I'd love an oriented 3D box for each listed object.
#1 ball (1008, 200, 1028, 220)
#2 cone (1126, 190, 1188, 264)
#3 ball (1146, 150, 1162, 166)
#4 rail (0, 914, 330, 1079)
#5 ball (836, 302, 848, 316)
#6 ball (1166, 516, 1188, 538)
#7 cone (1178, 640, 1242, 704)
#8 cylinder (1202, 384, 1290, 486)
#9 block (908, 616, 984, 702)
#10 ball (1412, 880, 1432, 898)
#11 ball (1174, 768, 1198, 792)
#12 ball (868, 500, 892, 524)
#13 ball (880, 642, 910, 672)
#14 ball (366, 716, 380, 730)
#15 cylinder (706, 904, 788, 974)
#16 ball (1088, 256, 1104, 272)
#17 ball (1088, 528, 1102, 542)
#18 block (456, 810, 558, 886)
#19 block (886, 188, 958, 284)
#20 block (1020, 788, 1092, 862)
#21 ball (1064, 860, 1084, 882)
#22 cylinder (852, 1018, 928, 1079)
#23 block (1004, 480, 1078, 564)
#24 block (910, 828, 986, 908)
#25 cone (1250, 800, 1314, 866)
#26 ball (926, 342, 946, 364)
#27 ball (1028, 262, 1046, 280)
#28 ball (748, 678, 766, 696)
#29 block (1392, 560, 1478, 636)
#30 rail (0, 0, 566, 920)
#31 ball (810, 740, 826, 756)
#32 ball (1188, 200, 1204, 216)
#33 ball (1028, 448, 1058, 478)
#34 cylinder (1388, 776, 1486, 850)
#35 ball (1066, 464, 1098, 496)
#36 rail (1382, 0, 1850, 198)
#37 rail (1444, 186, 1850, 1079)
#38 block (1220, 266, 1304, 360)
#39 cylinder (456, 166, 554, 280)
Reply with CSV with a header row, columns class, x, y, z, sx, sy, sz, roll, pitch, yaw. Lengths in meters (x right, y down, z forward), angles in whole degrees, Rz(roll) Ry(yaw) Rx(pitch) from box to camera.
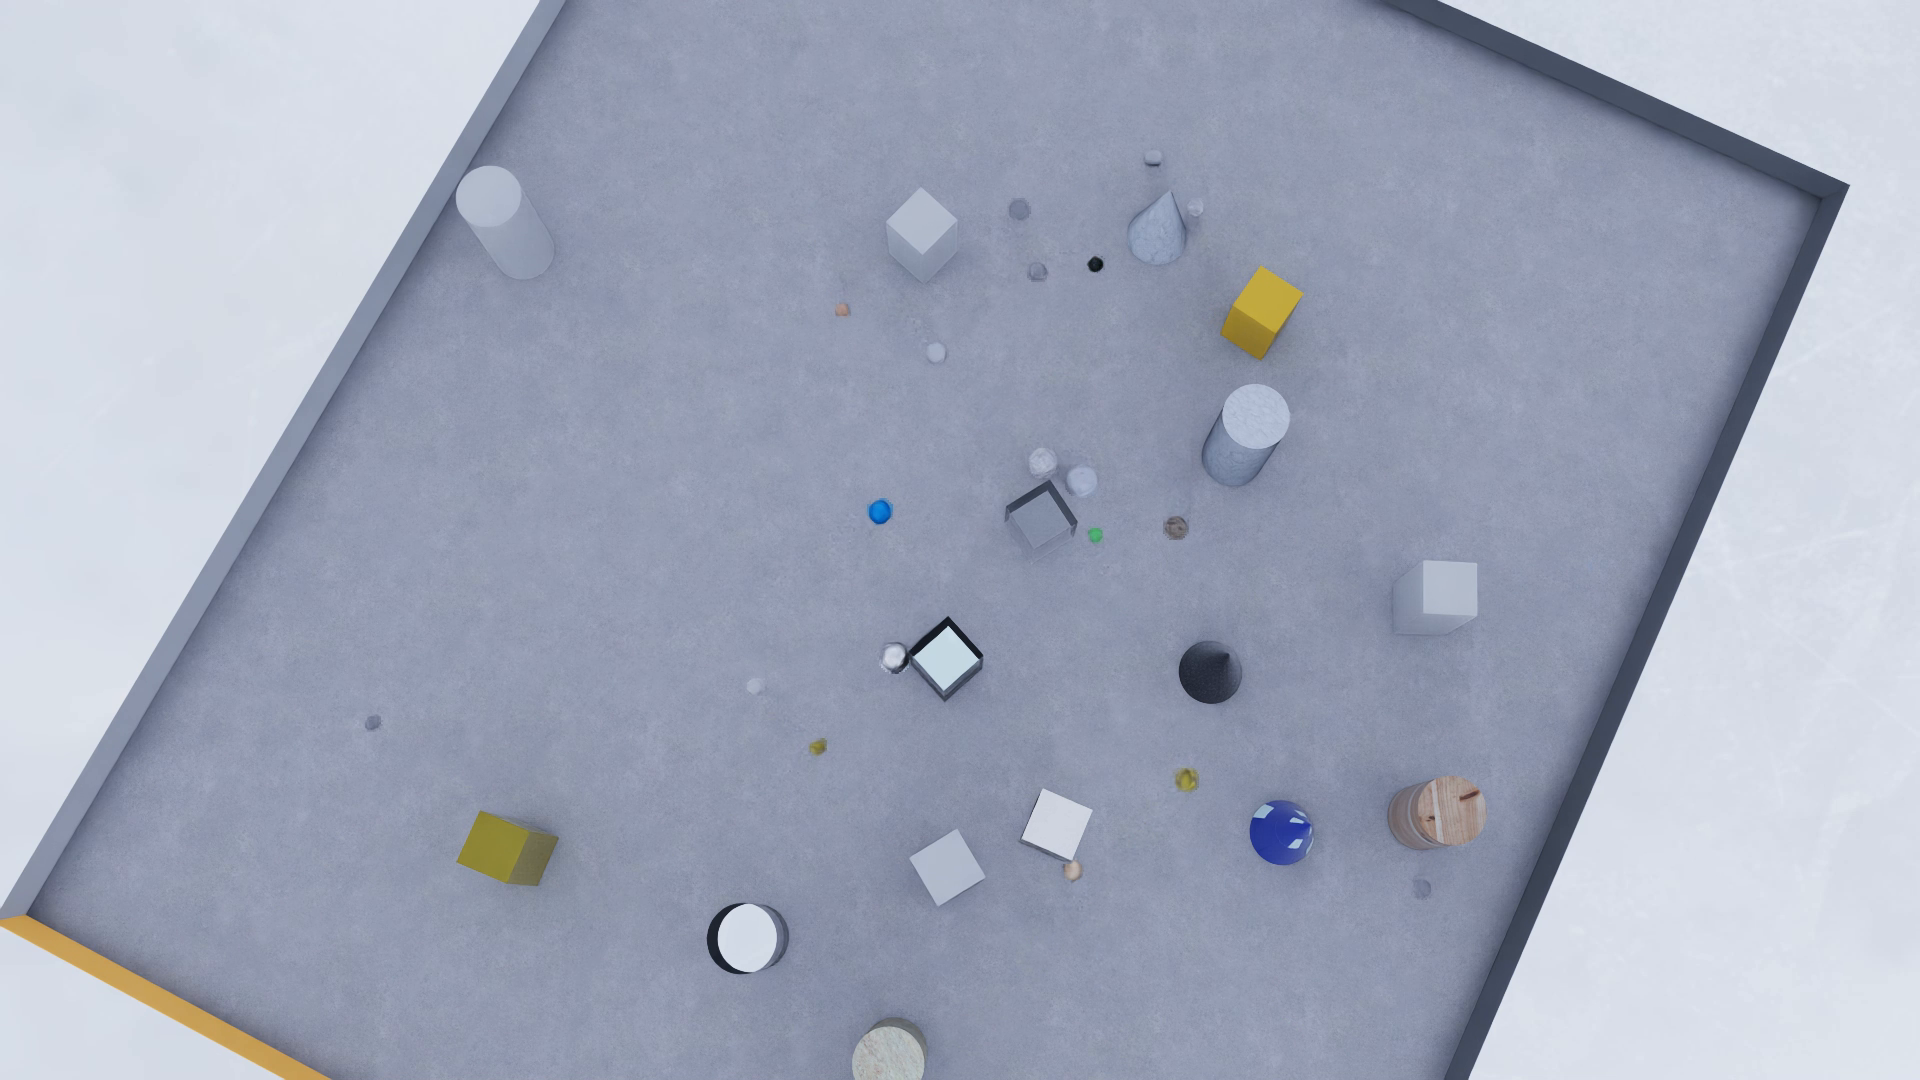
class,x,y,z,sx,sy,sz,roll,pitch,yaw
ball,0.184,-1.044,5.800,0.065,0.065,0.065,0,78,0
cone,0.625,-1.003,5.629,0.192,0.383,0.192,0,78,0
ball,0.618,-1.218,5.841,0.054,0.054,0.054,0,78,0
rail,-0.996,1.957,5.147,3.965,0.125,0.045,26,80,5
ball,-0.370,-0.721,5.744,0.043,0.043,0.043,0,78,0
ball,0.660,-0.039,5.590,0.068,0.068,0.068,0,78,0
cone,0.756,0.359,5.340,0.192,0.396,0.192,0,78,0
cylinder,0.843,-0.305,5.444,0.192,0.462,0.192,0,78,0
block,-0.040,0.353,5.397,0.153,0.287,0.153,-41,81,-8
ball,1.355,1.023,5.378,0.053,0.053,0.053,0,78,0
ball,0.670,0.712,5.434,0.068,0.068,0.068,0,78,0
ball,-0.244,-0.085,5.597,0.072,0.072,0.072,0,78,0
ball,-0.195,0.349,5.498,0.091,0.091,0.091,0,78,0
ball,-1.756,0.547,5.482,0.042,0.042,0.042,0,78,0
cylinder,-0.597,1.128,5.194,0.192,0.371,0.192,0,78,0
ball,0.427,-0.867,5.771,0.049,0.049,0.049,0,78,0
ball,0.411,-0.015,5.598,0.042,0.042,0.042,0,78,0
block,-1.288,0.885,5.242,0.153,0.375,0.153,22,79,4
block,-0.116,-0.938,5.674,0.153,0.268,0.153,43,81,8
block,0.275,0.830,5.311,0.153,0.262,0.153,23,79,5
ball,0.333,0.972,5.381,0.060,0.060,0.060,0,78,0
cylinder,-0.190,1.435,5.083,0.192,0.464,0.192,0,78,0
block,0.242,-0.053,5.508,0.153,0.234,0.153,-32,80,-6
block,-0.035,0.939,5.228,0.153,0.381,0.153,-31,80,-6
cone,0.955,0.821,5.213,0.192,0.458,0.192,0,78,0
ball,-0.074,-0.582,5.704,0.064,0.064,0.064,0,78,0
ball,0.243,-0.845,5.762,0.058,0.058,0.058,0,78,0
ball,-0.612,0.439,5.498,0.053,0.053,0.053,0,78,0
block,1.394,0.174,5.391,0.153,0.371,0.153,3,78,1
rail,-1.752,-0.851,5.728,0.045,0.125,4.501,26,80,5
ball,-0.425,0.620,5.463,0.050,0.050,0.050,0,78,0
ball,0.747,-1.054,5.808,0.051,0.051,0.051,0,78,0
ball,0.256,-0.237,5.619,0.090,0.090,0.090,0,78,0
cylinder,1.366,0.787,5.264,0.192,0.371,0.192,0,78,0
ball,0.373,-0.183,5.605,0.096,0.096,0.096,0,78,0
rail,0.996,-1.944,5.954,3.965,0.125,0.045,26,80,5
rail,1.752,0.864,5.373,0.045,0.125,4.501,26,80,5
block,0.922,-0.692,5.619,0.153,0.276,0.153,35,80,7
cylinder,-1.381,-0.961,5.587,0.192,0.447,0.192,0,78,0
